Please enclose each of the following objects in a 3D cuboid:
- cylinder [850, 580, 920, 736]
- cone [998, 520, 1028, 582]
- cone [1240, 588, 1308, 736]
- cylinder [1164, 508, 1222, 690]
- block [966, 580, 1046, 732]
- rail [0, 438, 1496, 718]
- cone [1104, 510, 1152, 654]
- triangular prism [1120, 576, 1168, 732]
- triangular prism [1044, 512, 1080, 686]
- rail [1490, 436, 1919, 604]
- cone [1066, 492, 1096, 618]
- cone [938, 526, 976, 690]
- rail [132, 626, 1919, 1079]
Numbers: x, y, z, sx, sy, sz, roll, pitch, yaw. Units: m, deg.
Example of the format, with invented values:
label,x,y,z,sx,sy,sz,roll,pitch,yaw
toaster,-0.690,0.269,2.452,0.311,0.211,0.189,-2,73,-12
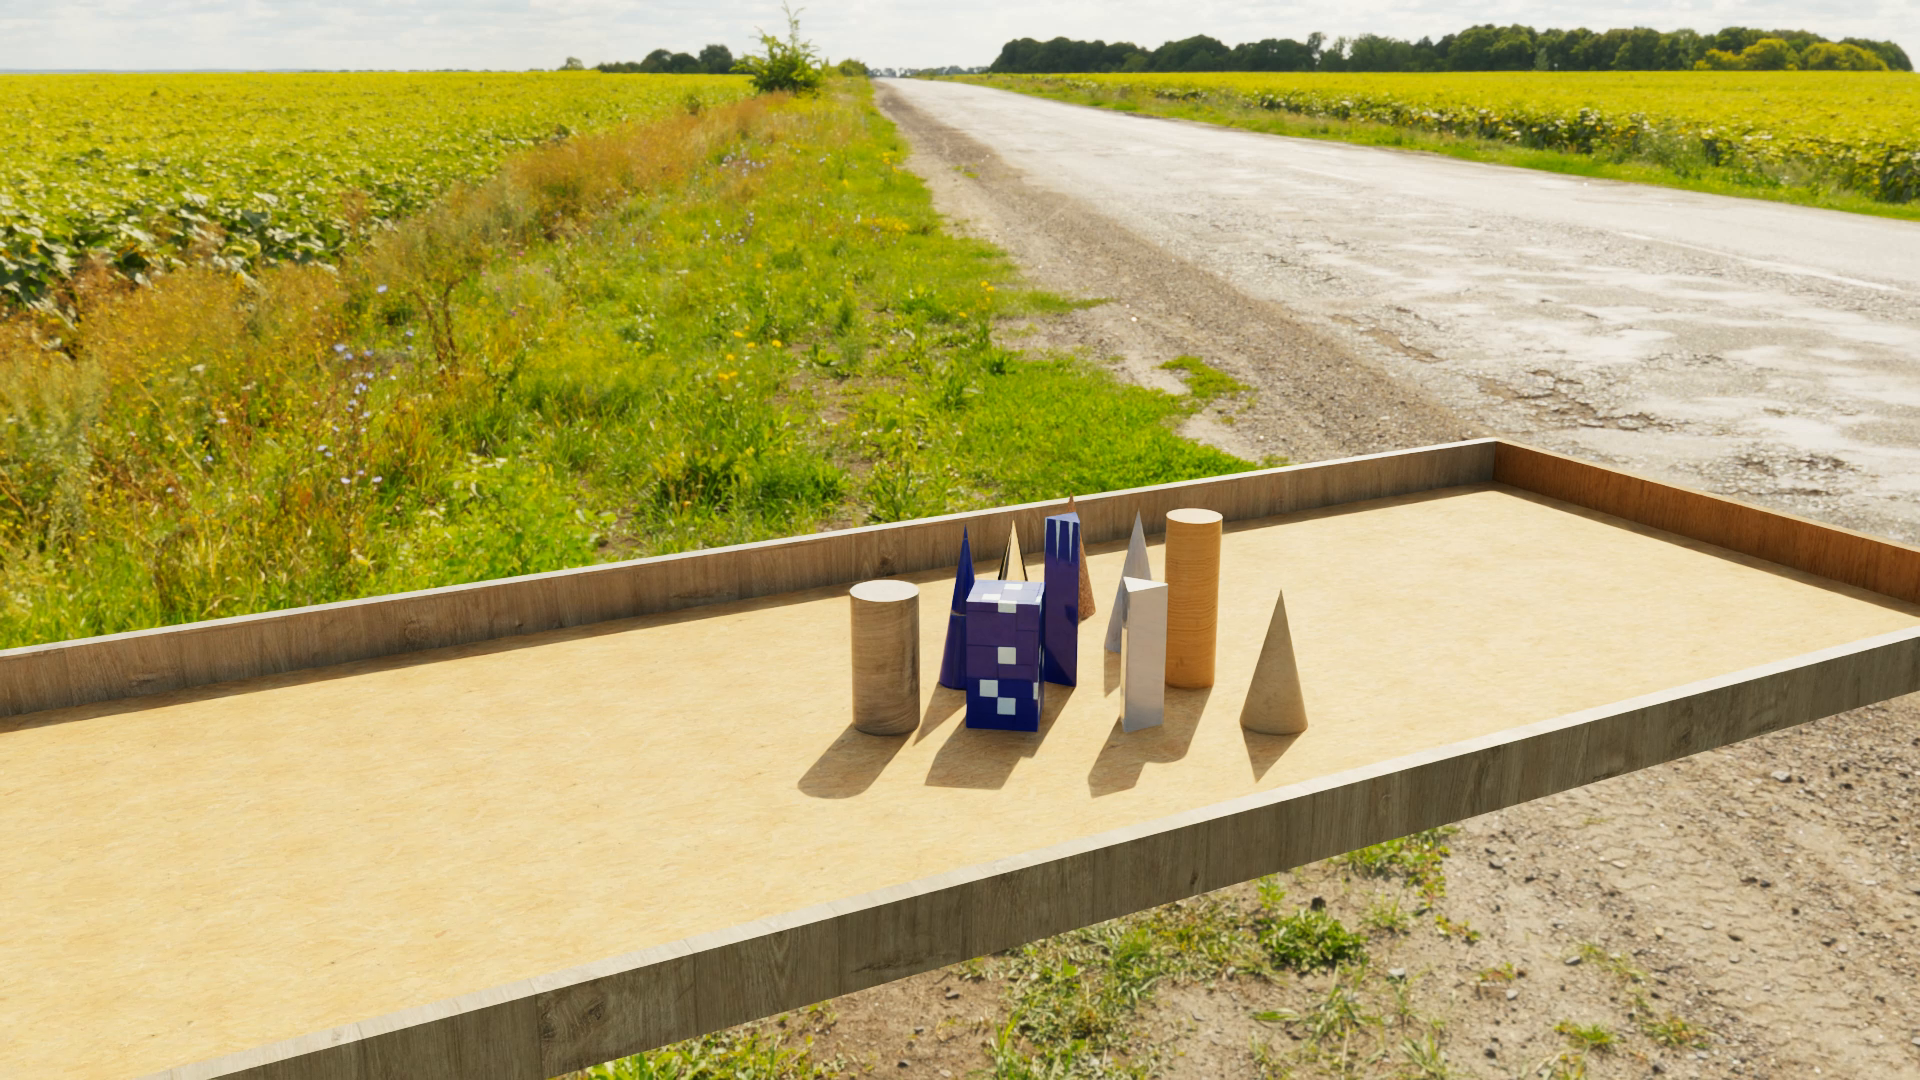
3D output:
label,x,y,z,sx,sy,sz,roll,pitch,yaw
cylinder,-0.173,0.274,3.841,0.160,0.328,0.160,0,16,0
cone,0.139,0.115,4.335,0.174,0.354,0.174,0,16,0
cone,0.740,0.269,3.844,0.161,0.335,0.161,0,16,0
cylinder,0.573,0.147,4.092,0.136,0.430,0.136,0,16,0
block,0.109,0.270,3.883,0.167,0.312,0.167,2,17,8
rail,-3.305,0.497,3.399,12.000,0.150,0.050,-9,18,-27
cone,0.465,0.098,4.350,0.164,0.379,0.164,0,16,0
triangular prism,0.407,0.263,3.850,0.110,0.344,0.095,-9,19,-29
triangular prism,0.267,0.146,4.104,0.092,0.426,0.080,8,18,27
rail,2.466,-0.048,5.253,0.050,0.150,2.100,-9,18,-27
cone,0.310,0.029,4.628,0.153,0.355,0.153,0,16,0
cone,0.014,0.157,4.092,0.138,0.411,0.138,0,16,0
rail,-2.336,1.006,1.665,12.000,0.150,0.050,-9,18,-27
